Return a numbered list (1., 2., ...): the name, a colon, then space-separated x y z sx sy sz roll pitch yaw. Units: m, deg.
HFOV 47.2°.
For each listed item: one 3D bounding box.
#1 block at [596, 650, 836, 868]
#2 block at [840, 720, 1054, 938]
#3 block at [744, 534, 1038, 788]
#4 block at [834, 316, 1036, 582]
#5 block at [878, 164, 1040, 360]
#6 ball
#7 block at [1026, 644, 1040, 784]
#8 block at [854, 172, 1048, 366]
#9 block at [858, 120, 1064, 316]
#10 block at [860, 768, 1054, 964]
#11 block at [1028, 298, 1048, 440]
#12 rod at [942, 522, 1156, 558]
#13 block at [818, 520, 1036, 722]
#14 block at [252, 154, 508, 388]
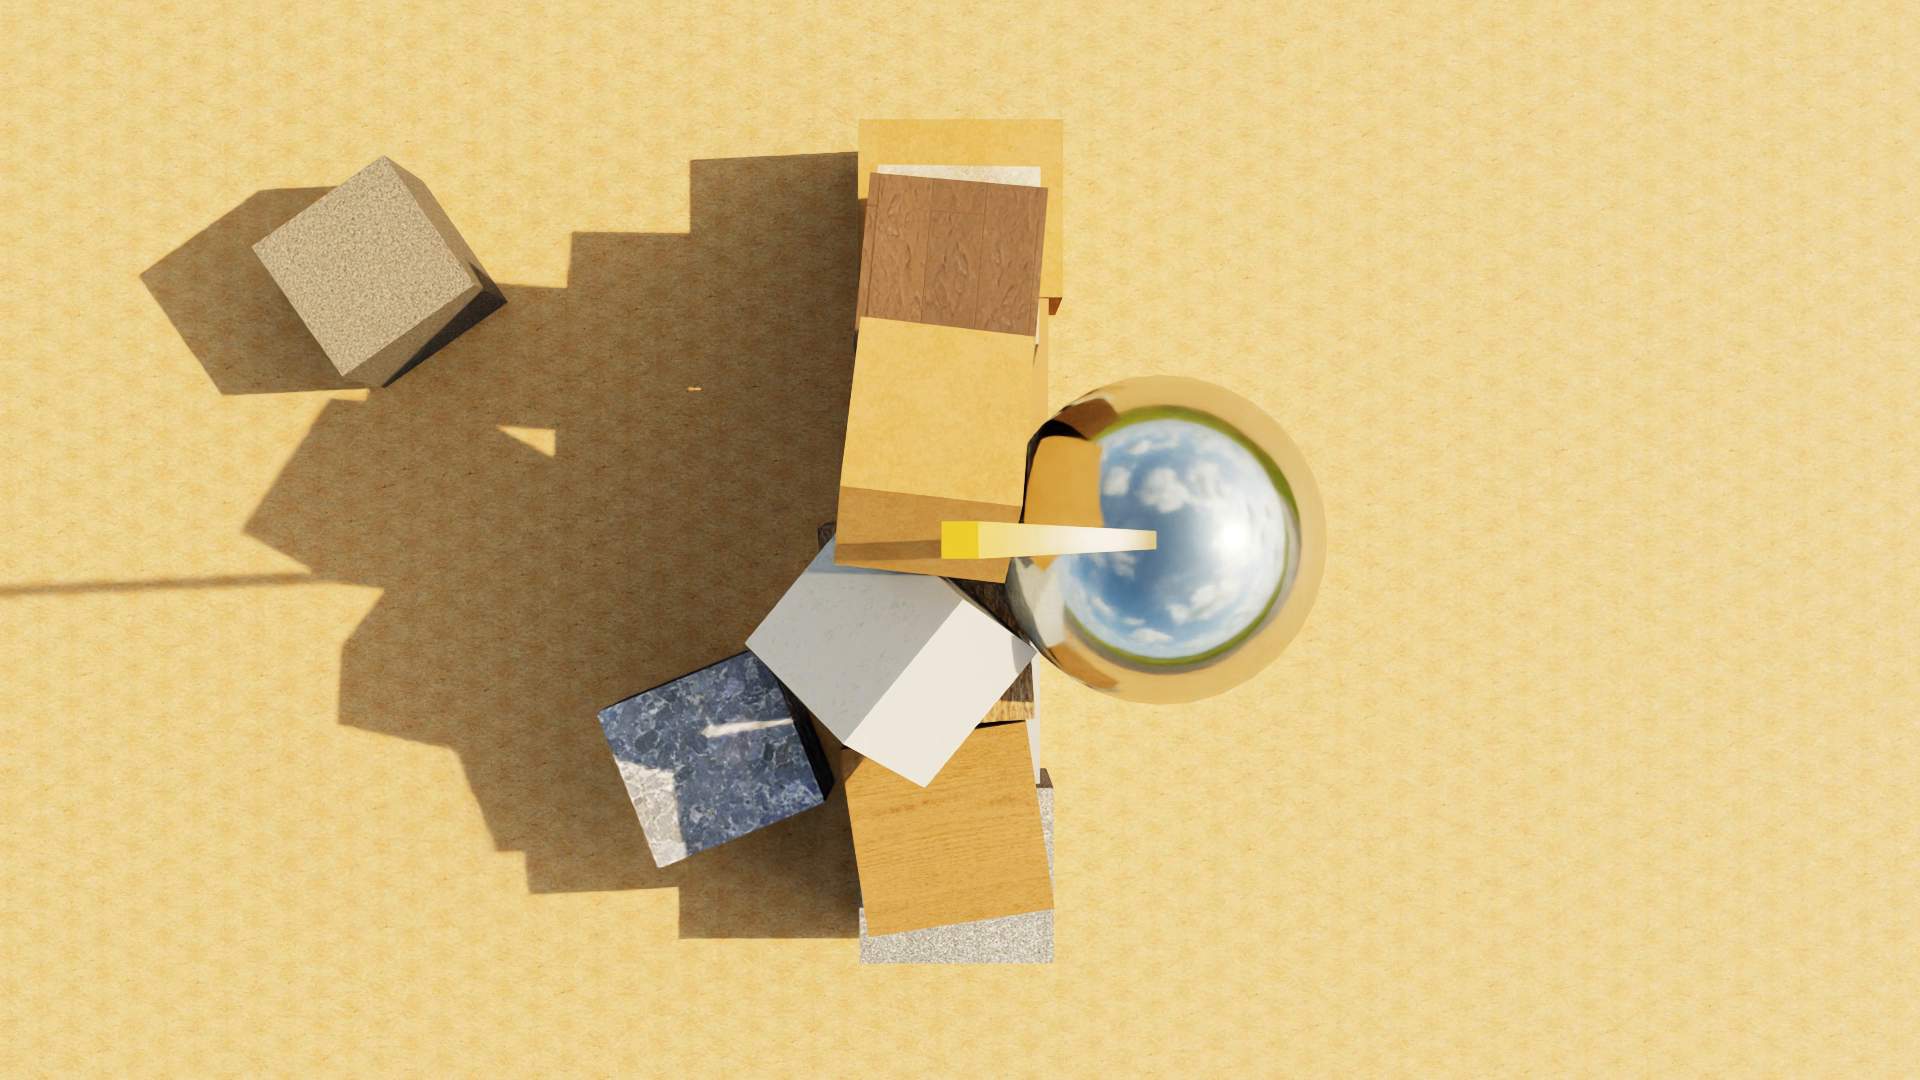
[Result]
1. block: -1.357 1.184 12.487 0.976 1.027 0.915 -22 90 0
2. block: -0.064 1.454 11.499 0.947 0.912 0.950 -9 90 0
3. block: -0.327 0.517 10.585 0.860 0.759 0.826 -50 53 2
4. block: -0.121 -0.405 10.041 0.794 0.714 0.892 6 61 -2
5. block: -0.011 -1.430 11.602 0.833 0.780 0.913 1 86 0
6. ball: 0.968 0.000 10.645 1.600 1.600 1.600 0 90 0
7. block: -0.018 0.936 12.540 0.911 0.921 0.803 0 90 0
8. block: -0.041 -1.204 10.684 0.836 0.966 0.835 5 82 0
9. block: 0.003 -1.815 12.512 1.120 0.976 0.973 0 90 0
10. block: -0.018 1.825 12.478 1.056 1.045 0.953 0 90 0
11. block: 0.018 -0.870 12.492 0.926 1.015 0.897 0 90 0
12. rod: 0.419 0.000 7.290 0.080 5.200 0.080 0 90 9
13. block: -0.169 0.404 11.580 1.033 0.890 1.040 -4 93 0
14. block: -3.285 -1.510 12.550 0.886 0.901 0.872 -35 90 0
